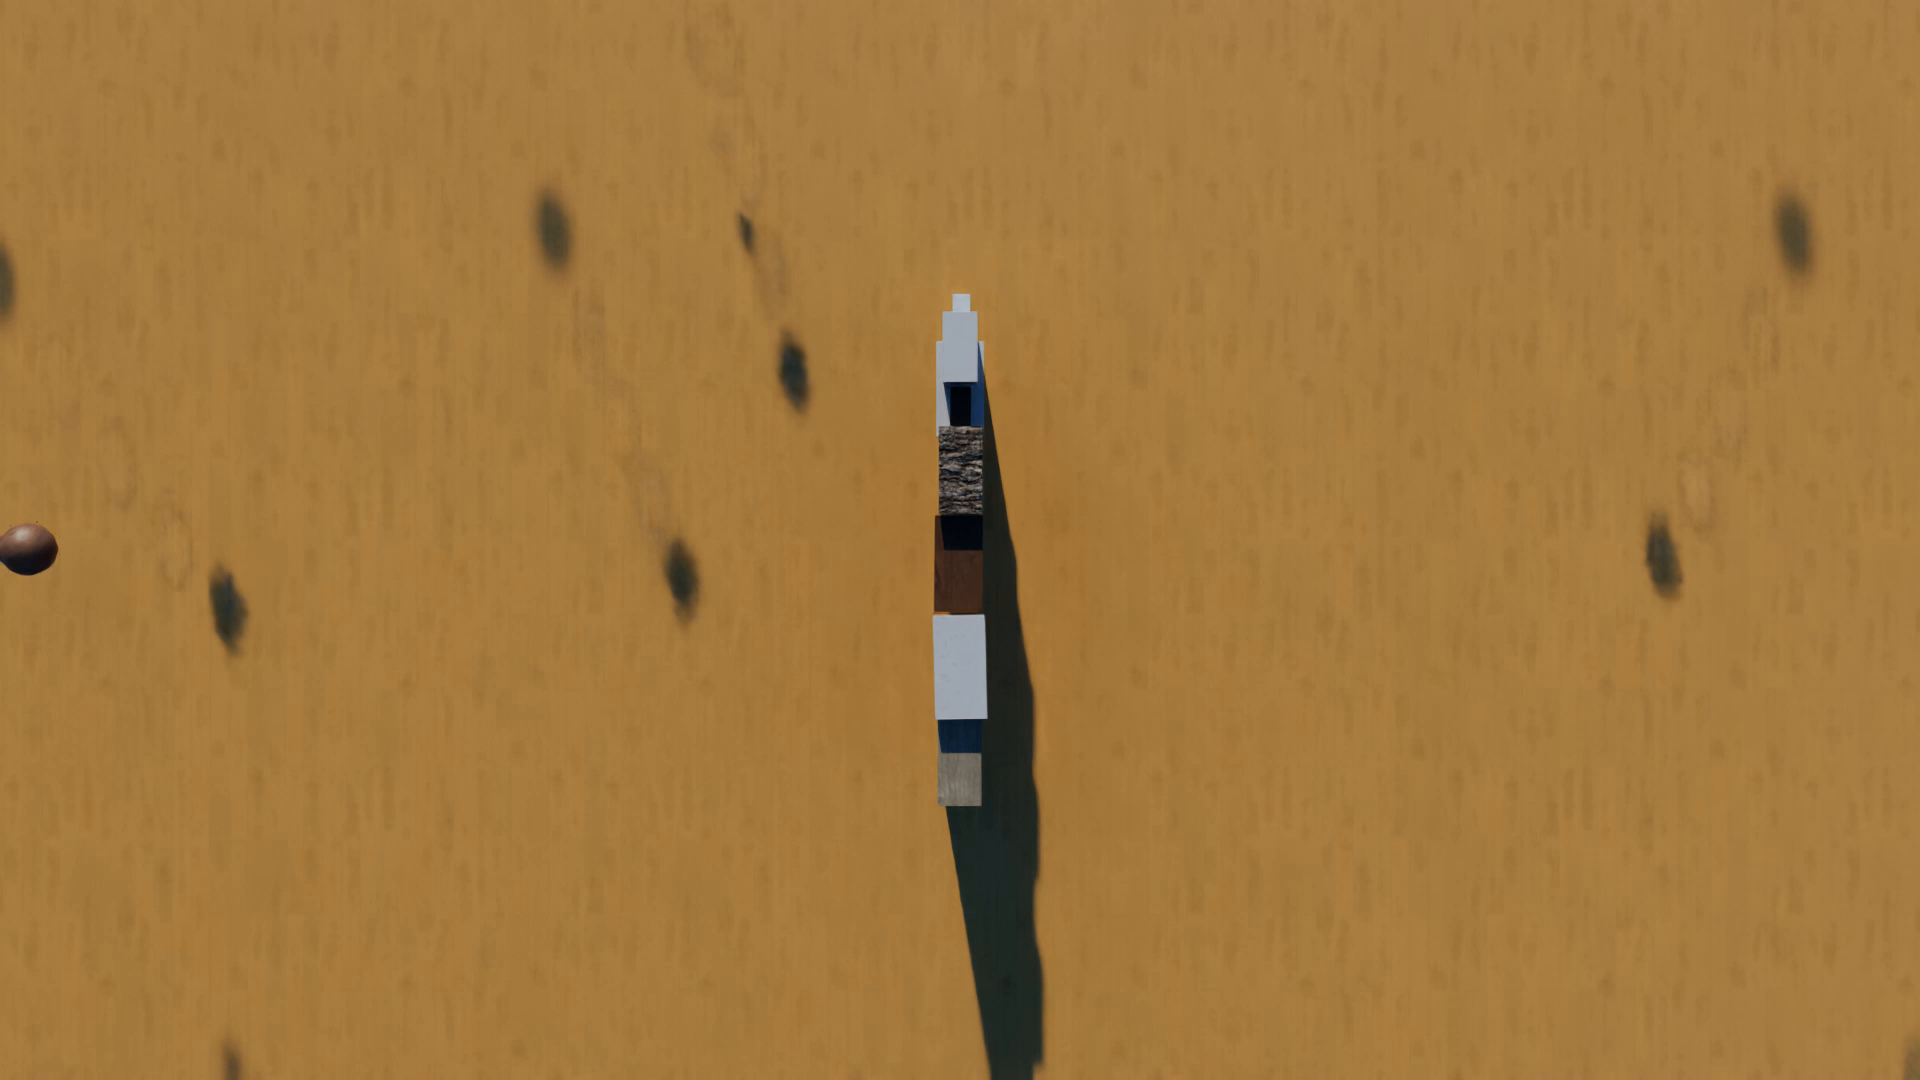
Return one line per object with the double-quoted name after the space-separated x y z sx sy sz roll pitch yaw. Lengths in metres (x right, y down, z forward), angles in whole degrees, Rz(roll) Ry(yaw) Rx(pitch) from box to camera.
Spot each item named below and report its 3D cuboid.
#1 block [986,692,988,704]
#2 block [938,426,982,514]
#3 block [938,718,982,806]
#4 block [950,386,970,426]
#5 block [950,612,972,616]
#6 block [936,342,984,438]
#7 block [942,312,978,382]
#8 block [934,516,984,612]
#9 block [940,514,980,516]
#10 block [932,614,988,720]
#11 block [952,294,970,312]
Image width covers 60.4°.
0.004 0.482 5.115 0.155 0.310 0.044 0 90 0 "block"
0.002 -0.209 4.938 0.131 0.037 0.261 0 90 0 "block"
-0.001 0.670 4.988 0.131 0.037 0.263 0 90 0 "block"
0.002 -0.406 5.027 0.062 0.017 0.123 0 90 0 "block"
0.001 0.178 5.352 0.069 0.020 0.139 -1 90 0 "block"
0.000 -0.473 5.180 0.149 0.042 0.299 0 90 0 "block"
0.000 -0.577 4.935 0.104 0.030 0.209 0 90 0 "block"
-0.004 0.072 4.993 0.146 0.041 0.292 0 90 0 "block"
-0.001 -0.195 5.235 0.124 0.035 0.248 0 90 0 "block"
0.000 0.380 4.938 0.155 0.044 0.310 -1 90 0 "block"
0.005 -0.744 5.377 0.058 0.016 0.115 0 90 0 "block"
